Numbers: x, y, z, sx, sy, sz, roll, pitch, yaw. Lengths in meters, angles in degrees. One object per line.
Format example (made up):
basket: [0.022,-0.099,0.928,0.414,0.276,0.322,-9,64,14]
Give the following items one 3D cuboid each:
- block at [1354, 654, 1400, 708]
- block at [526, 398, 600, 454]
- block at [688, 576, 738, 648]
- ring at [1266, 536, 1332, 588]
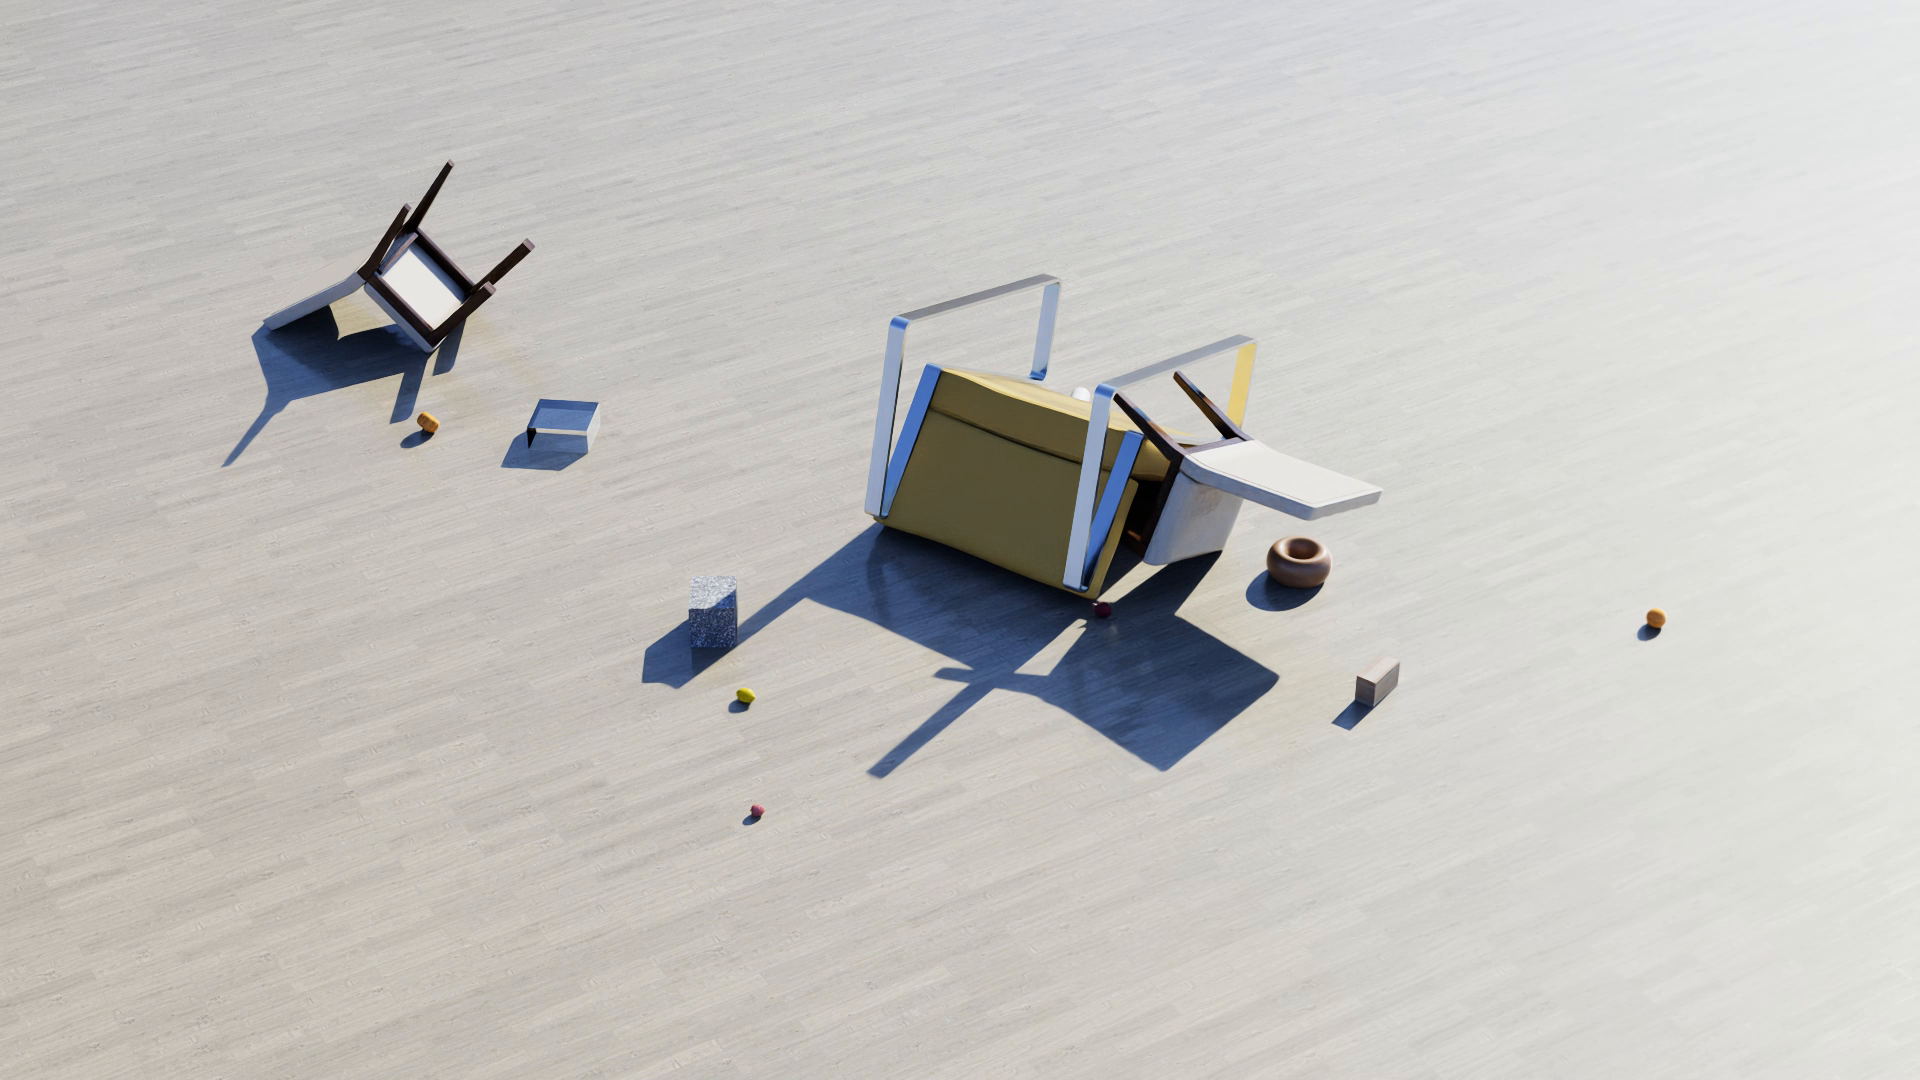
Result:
block: [1.440,0.484,10.116,0.076,0.103,0.163,23,40,31]
block: [-1.558,-0.449,11.533,0.239,0.101,0.221,4,34,6]
block: [-0.875,0.253,10.409,0.159,0.166,0.203,-1,33,-1]
ring: [1.240,0.080,10.717,0.242,0.118,0.231,1,35,-1]
